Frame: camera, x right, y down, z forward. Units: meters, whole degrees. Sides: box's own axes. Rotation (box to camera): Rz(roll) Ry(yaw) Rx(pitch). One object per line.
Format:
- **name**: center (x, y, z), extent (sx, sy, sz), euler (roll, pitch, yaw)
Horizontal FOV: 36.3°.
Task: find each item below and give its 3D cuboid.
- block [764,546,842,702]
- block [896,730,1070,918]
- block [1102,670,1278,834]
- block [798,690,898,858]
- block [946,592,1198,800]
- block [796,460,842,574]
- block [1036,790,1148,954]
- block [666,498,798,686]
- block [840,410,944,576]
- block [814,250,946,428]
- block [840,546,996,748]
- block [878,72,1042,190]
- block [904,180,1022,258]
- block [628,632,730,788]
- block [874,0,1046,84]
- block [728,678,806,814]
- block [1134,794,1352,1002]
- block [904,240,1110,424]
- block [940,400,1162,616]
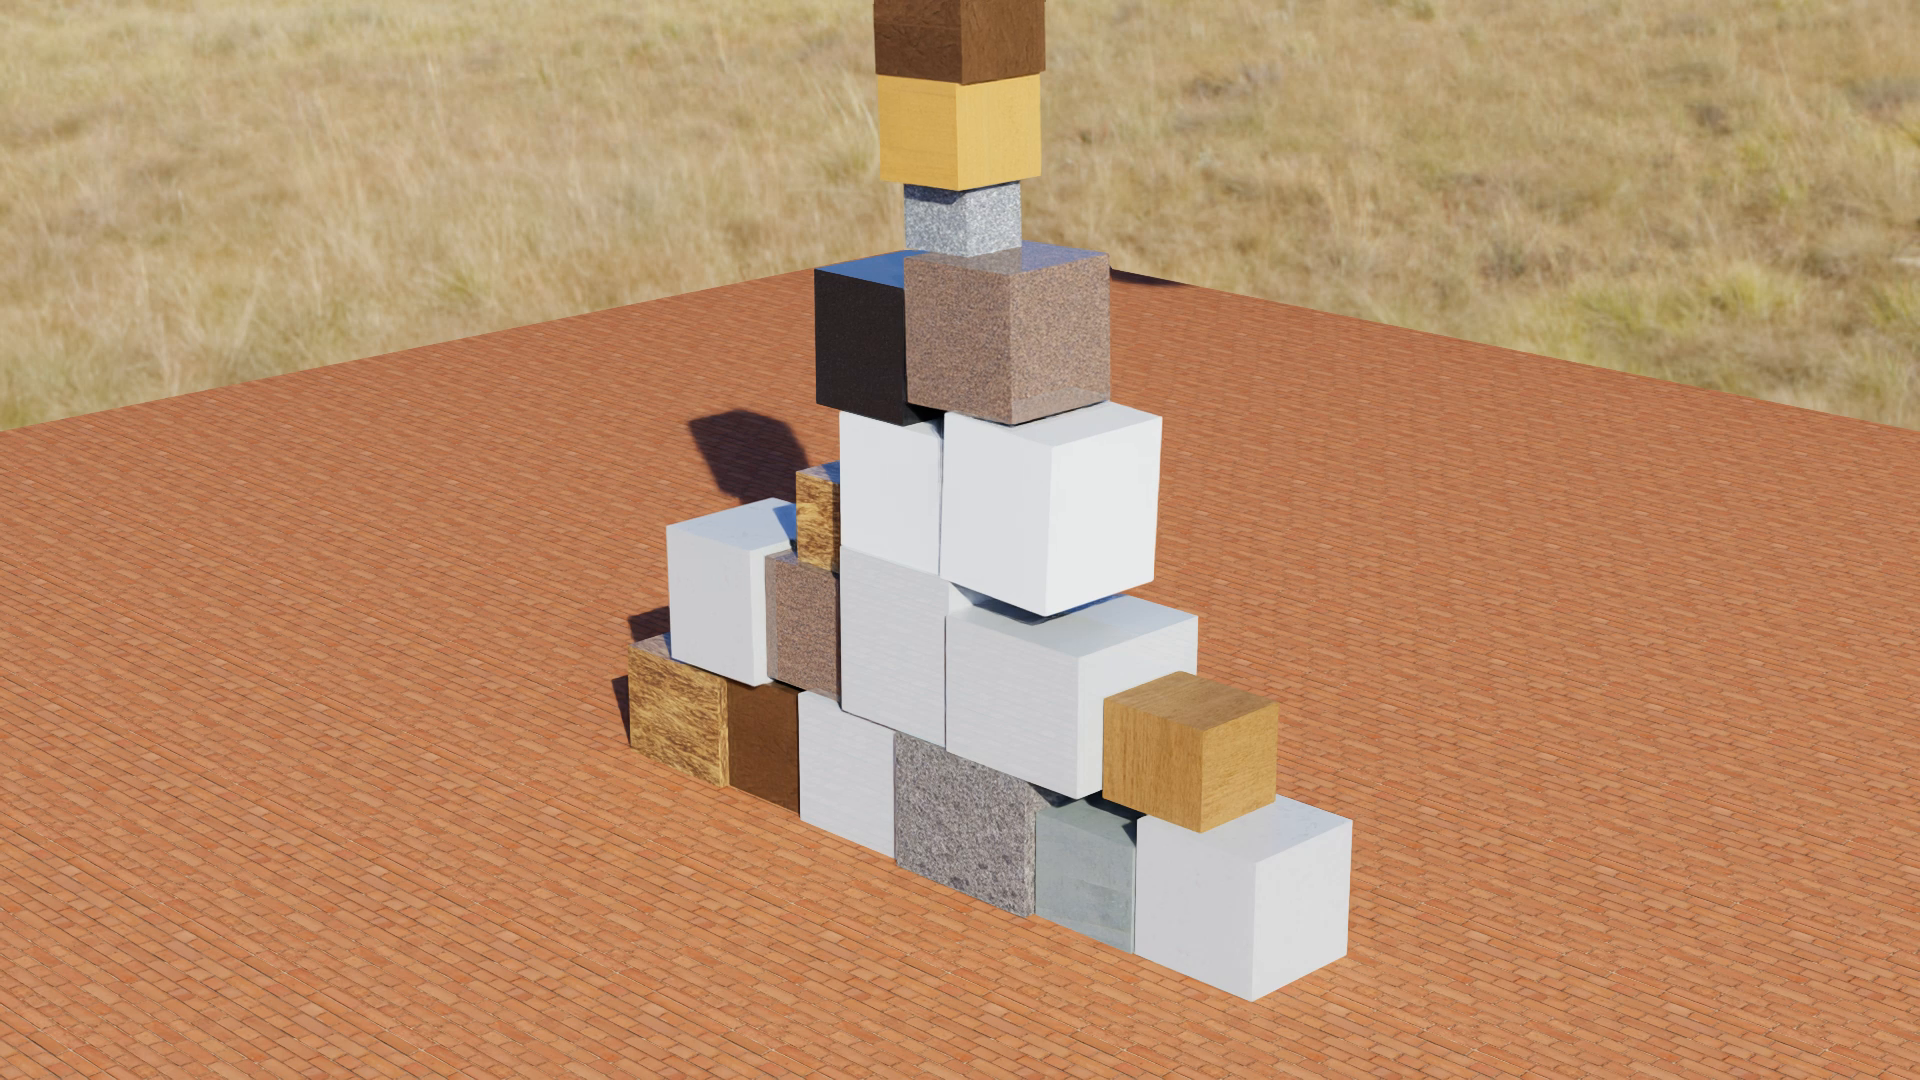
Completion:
- **block**: center (-0.523, 0.372, 13.992), extent (0.534, 0.607, 0.608), euler (-17, 24, -42)
- **block**: center (0.257, 1.198, 13.429), extent (0.736, 0.662, 0.814), euler (-17, 24, -42)
- **block**: center (0.990, 0.904, 12.609), extent (0.495, 0.460, 0.556), euler (-17, 24, -42)
- **block**: center (-0.284, 1.041, 13.954), extent (0.653, 0.647, 0.707), euler (-17, 24, -42)
- **block**: center (0.494, 0.640, 13.024), extent (0.774, 0.646, 0.796), euler (-17, 24, -42)
- **block**: center (-0.475, -0.110, 13.788), extent (0.396, 0.434, 0.434), euler (-17, 24, -42)
- **block**: center (0.760, 1.425, 12.988), extent (0.634, 0.493, 0.570), euler (-17, 24, -42)
- **block**: center (-0.966, 0.245, 14.422), extent (0.690, 0.678, 0.620), euler (-17, 23, -42)
- **block**: center (-0.063, -0.284, 13.340), extent (0.702, 0.629, 0.659), euler (-17, 24, -42)
- **block**: center (-0.218, -0.931, 13.303), extent (0.669, 0.627, 0.571), euler (-17, 24, -42)
- **block**: center (-0.034, 0.404, 13.524), extent (0.747, 0.795, 0.707), euler (-17, 24, -42)
- **block**: center (-0.001, -1.807, 12.782), extent (0.514, 0.457, 0.480), euler (-17, 22, -42)
- **block**: center (0.012, -1.440, 12.892), extent (0.339, 0.309, 0.386), euler (-17, 22, -42)
- **block**: center (-1.177, 0.799, 14.846), extent (0.710, 0.573, 0.696), euler (-17, 24, -42)
- **block**: center (-0.004, -2.278, 12.655), extent (0.512, 0.518, 0.534), euler (-17, 22, -42)
- **block**: center (-0.732, 0.922, 14.403), extent (0.583, 0.604, 0.563), euler (-17, 24, -42)
- **block**: center (1.211, 1.489, 12.560), extent (0.641, 0.628, 0.653), euler (-17, 24, -42)
- **block**: center (0.209, -0.923, 12.807), extent (0.623, 0.646, 0.640), euler (-17, 22, -42)
- **block**: center (0.395, -0.185, 12.849), extent (0.696, 0.757, 0.642), euler (-17, 26, -42)
